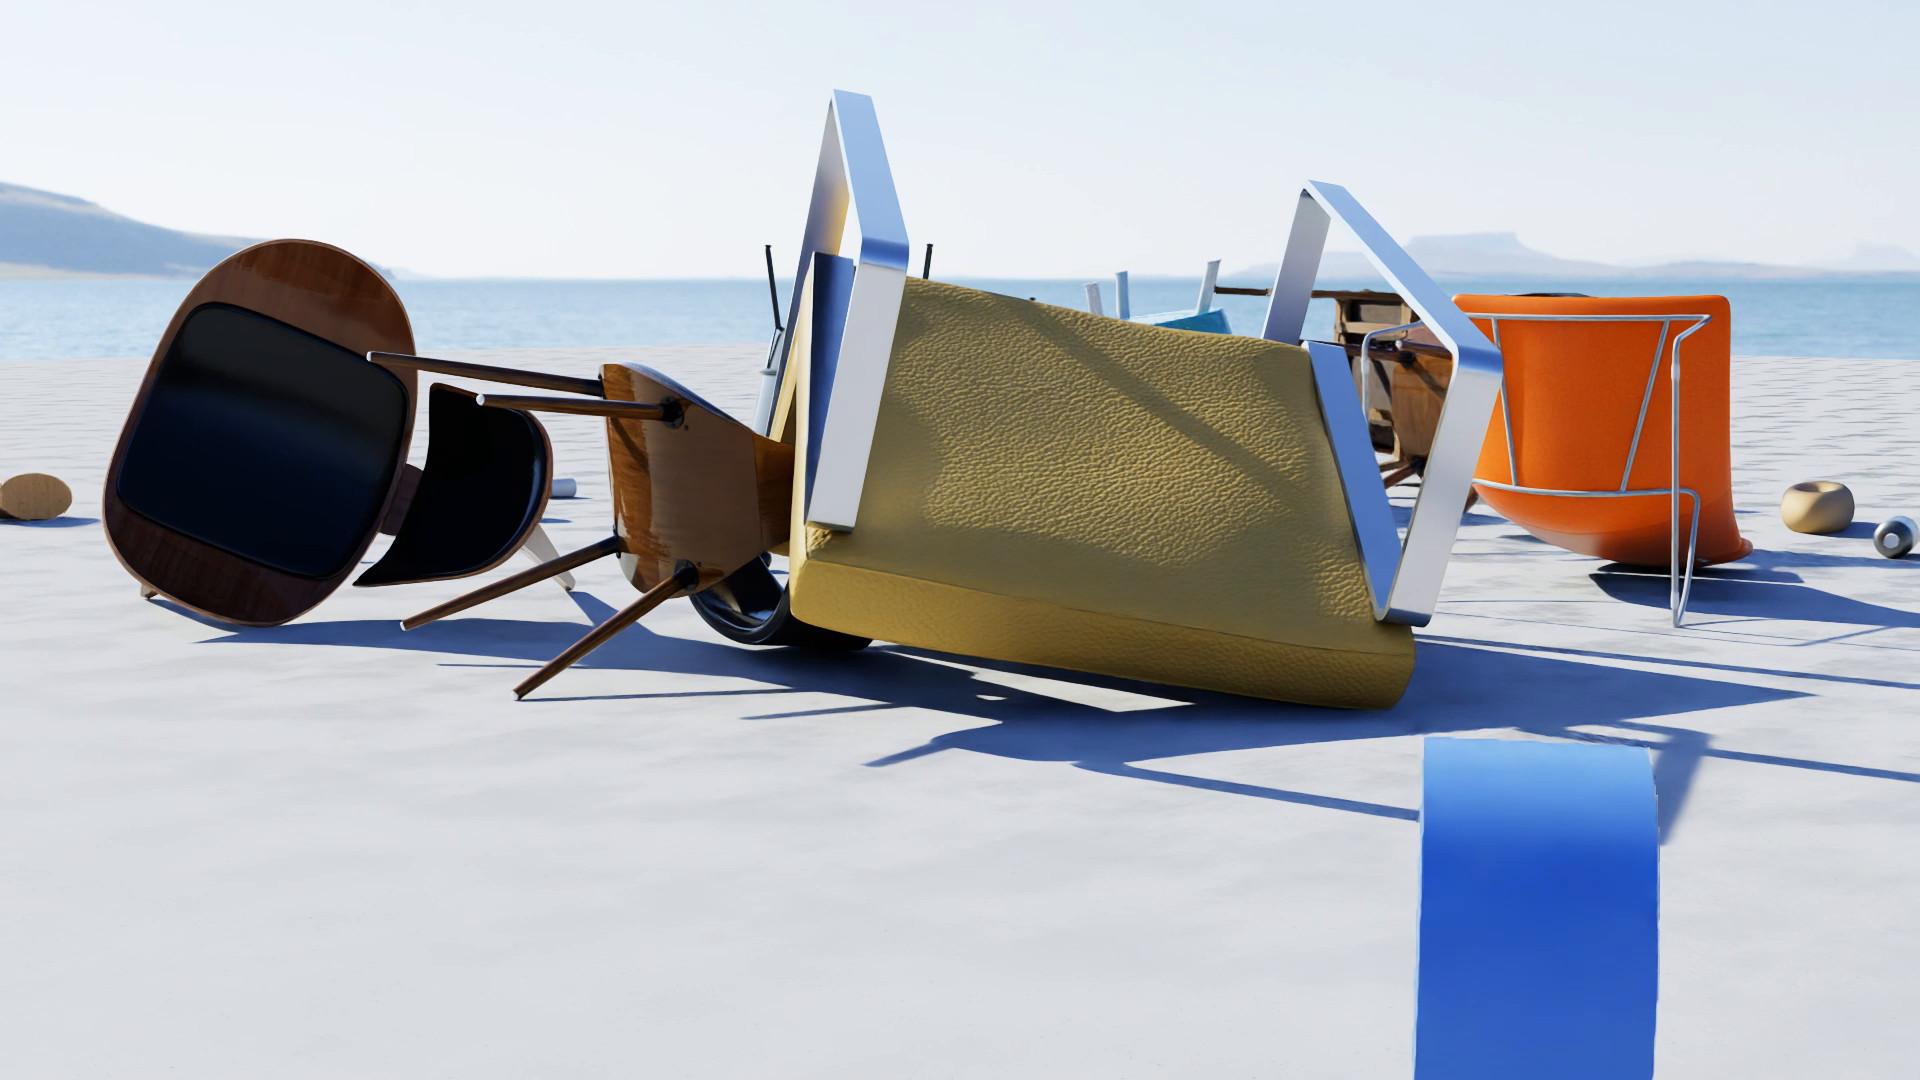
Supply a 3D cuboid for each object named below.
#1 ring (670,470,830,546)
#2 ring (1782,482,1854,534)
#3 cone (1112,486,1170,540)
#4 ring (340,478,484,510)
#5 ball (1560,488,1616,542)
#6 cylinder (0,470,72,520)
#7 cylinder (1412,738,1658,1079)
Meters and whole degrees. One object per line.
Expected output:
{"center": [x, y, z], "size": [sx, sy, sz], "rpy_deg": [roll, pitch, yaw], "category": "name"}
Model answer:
{"center": [-0.527, -0.082, 6.433], "size": [0.404, 0.163, 0.478], "rpy_deg": [-1, 5, -3], "category": "ring"}
{"center": [2.249, -0.086, 6.726], "size": [0.184, 0.108, 0.483], "rpy_deg": [0, 6, 20], "category": "ring"}
{"center": [0.483, -0.037, 6.444], "size": [0.188, 0.094, 0.181], "rpy_deg": [-38, -19, -1], "category": "cone"}
{"center": [-1.566, -0.132, 7.342], "size": [0.407, 0.075, 0.349], "rpy_deg": [-2, 6, -11], "category": "ring"}
{"center": [1.559, -0.063, 6.365], "size": [0.136, 0.136, 0.136], "rpy_deg": [0, 6, 0], "category": "ball"}
{"center": [-2.551, -0.121, 6.946], "size": [0.144, 0.128, 0.252], "rpy_deg": [3, 0, 30], "category": "cylinder"}
{"center": [0.414, 0.306, 1.875], "size": [0.157, 0.318, 0.298], "rpy_deg": [2, 5, 10], "category": "cylinder"}
